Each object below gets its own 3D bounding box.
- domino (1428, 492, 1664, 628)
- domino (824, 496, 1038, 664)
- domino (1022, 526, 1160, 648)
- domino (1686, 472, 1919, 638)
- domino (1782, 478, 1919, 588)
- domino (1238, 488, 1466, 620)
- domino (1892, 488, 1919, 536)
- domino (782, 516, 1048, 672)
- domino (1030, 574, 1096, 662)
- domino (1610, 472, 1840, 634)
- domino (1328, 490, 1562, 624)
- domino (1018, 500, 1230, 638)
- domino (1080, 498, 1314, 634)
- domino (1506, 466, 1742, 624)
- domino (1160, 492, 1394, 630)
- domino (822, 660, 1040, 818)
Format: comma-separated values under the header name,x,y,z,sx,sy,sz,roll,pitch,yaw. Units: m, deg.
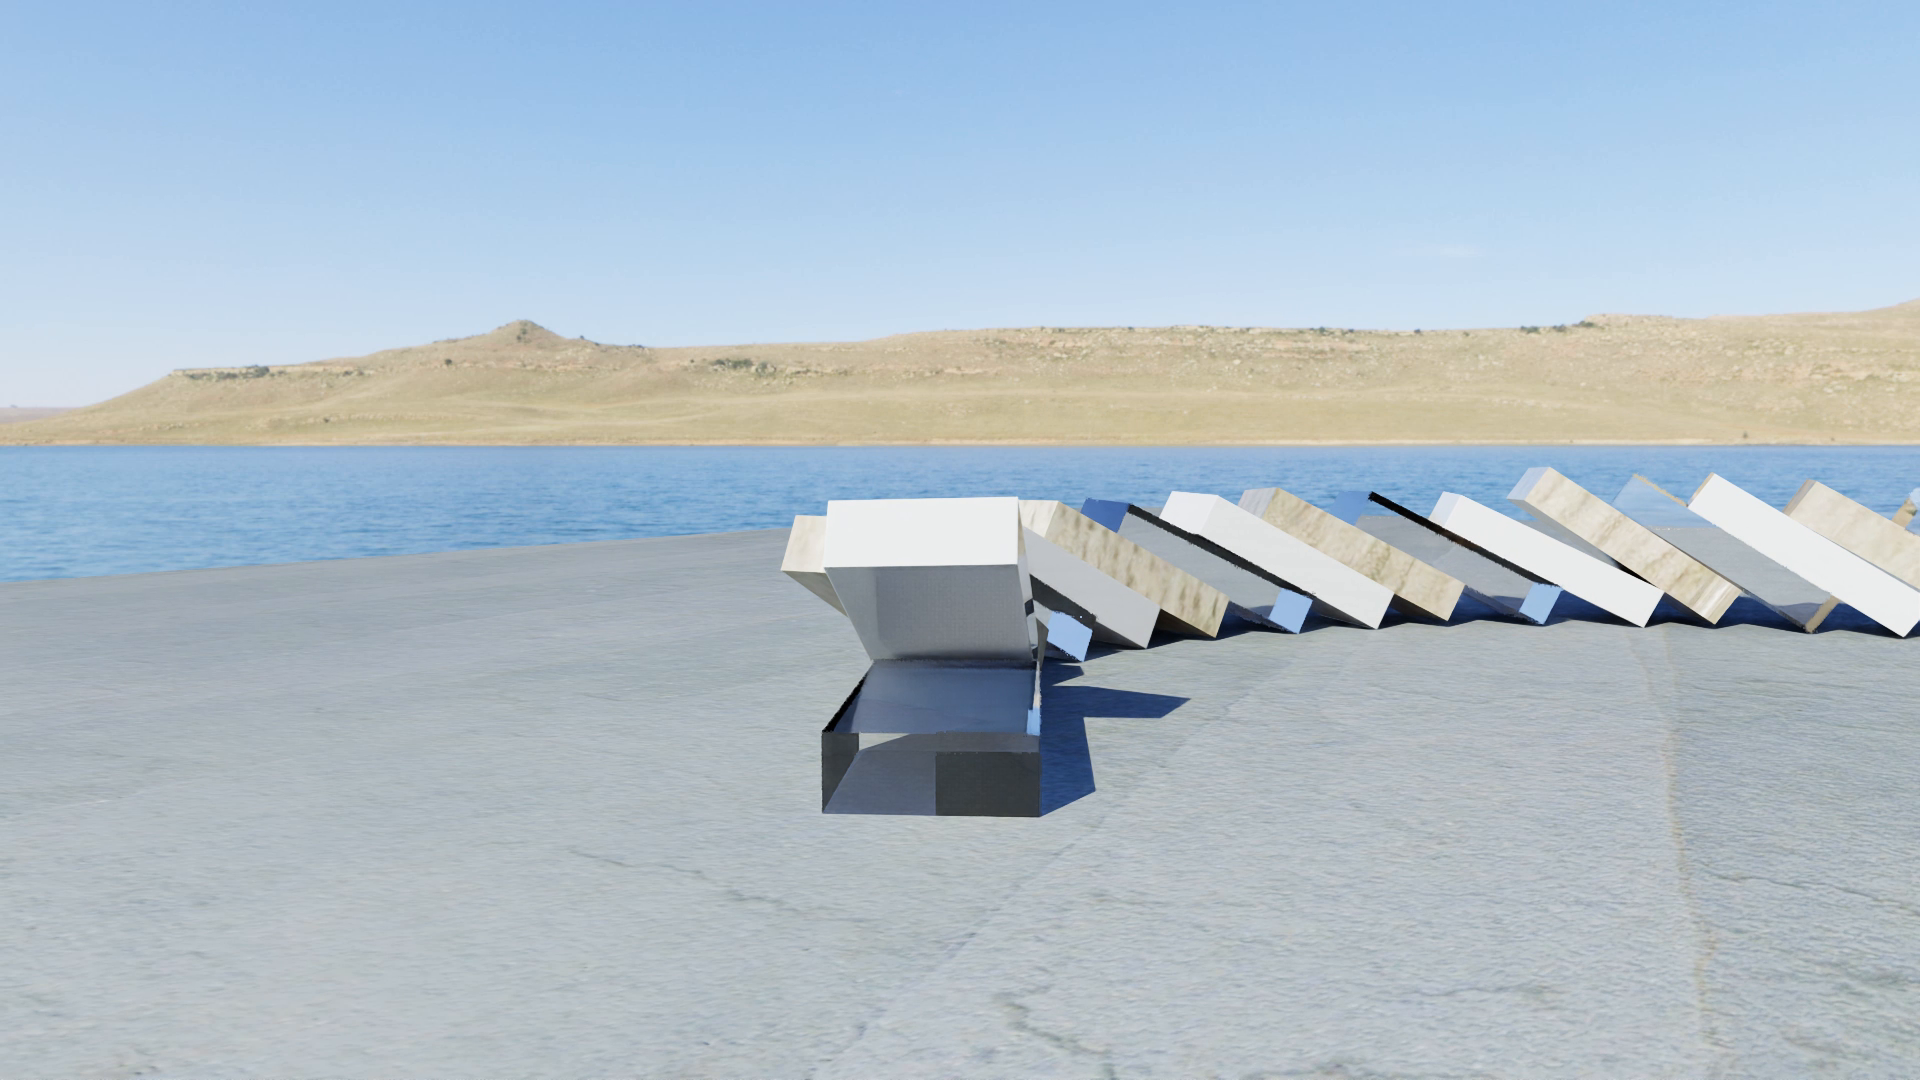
name,x,y,z,sx,sy,sz,roll,pitch,yaw
domino,0.141,0.004,0.312,0.050,0.010,0.025,27,9,8
domino,-0.002,0.009,0.188,0.025,0.010,0.050,-1,-25,6
domino,0.015,0.007,0.263,0.050,0.009,0.025,29,-14,-34
domino,0.195,0.002,0.298,0.050,0.009,0.025,38,20,21
domino,0.213,0.004,0.288,0.050,0.009,0.025,37,20,22
domino,0.092,0.003,0.308,0.050,0.009,0.025,27,-1,-4
domino,0.231,0.006,0.276,0.050,0.009,0.025,34,19,23
domino,-0.006,0.011,0.219,0.025,0.009,0.050,2,-22,27
domino,0.001,0.009,0.244,0.025,0.009,0.050,4,-20,44
domino,0.181,0.002,0.306,0.050,0.009,0.025,38,20,21
domino,0.116,0.004,0.310,0.050,0.009,0.025,27,2,-1
domino,0.031,0.006,0.277,0.050,0.009,0.025,27,-11,-28
domino,0.053,0.006,0.293,0.050,0.009,0.025,25,-3,-17
domino,0.159,0.001,0.310,0.050,0.009,0.025,36,10,10
domino,0.073,0.004,0.300,0.050,0.009,0.025,27,-2,-14
domino,-0.002,0.025,0.172,0.025,0.009,0.050,0,4,3
